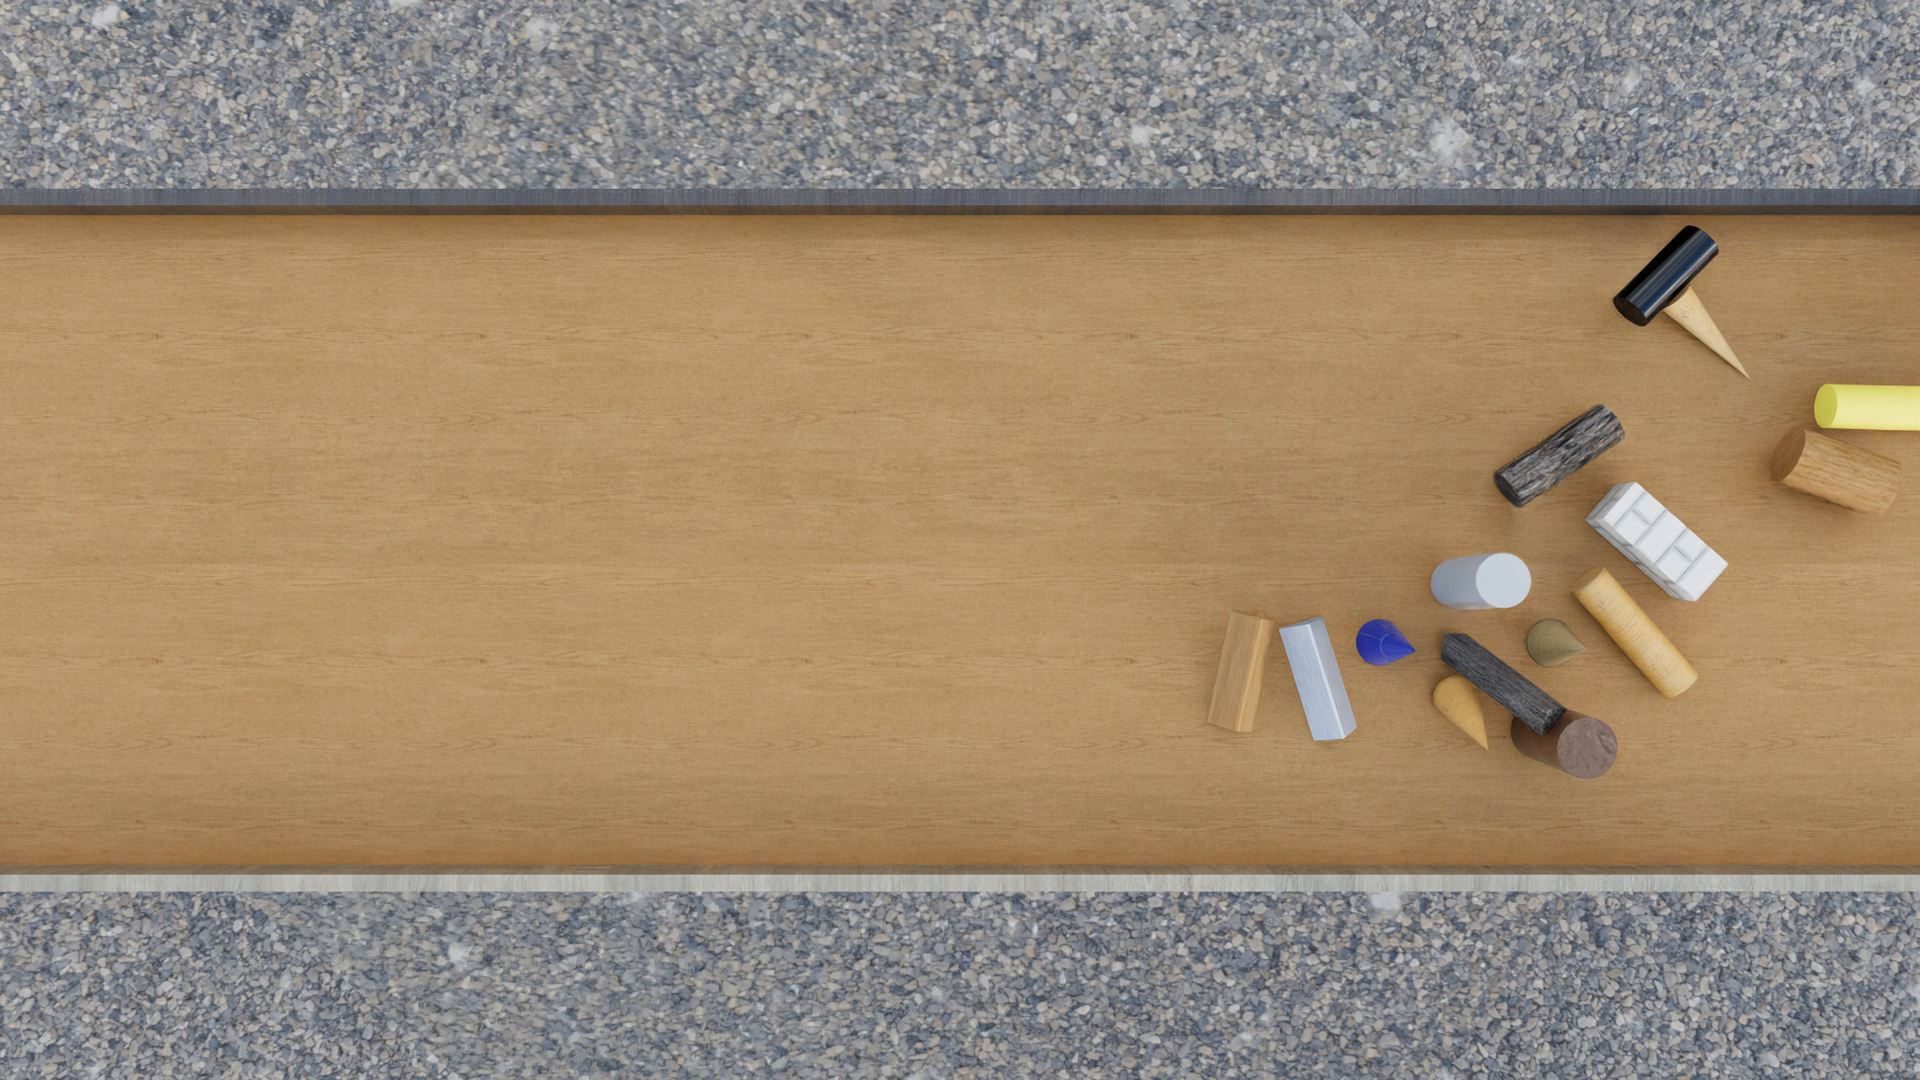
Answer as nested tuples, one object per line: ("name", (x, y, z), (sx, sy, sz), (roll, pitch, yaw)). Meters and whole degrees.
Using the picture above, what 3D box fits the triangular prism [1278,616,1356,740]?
("triangular prism", (1.100, 0.424, 5.014), (0.137, 0.119, 0.359), (-17, 90, 0))

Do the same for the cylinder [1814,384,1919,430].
("cylinder", (2.822, -0.402, 5.009), (0.385, 0.135, 0.135), (1, 90, 0))

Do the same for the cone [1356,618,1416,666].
("cone", (1.291, 0.315, 4.872), (0.145, 0.409, 0.145), (0, 90, 0))

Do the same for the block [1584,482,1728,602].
("block", (2.110, 0.005, 5.003), (0.372, 0.148, 0.148), (42, 90, 0))

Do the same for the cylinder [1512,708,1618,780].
("cylinder", (1.792, 0.592, 4.904), (0.180, 0.333, 0.180), (0, 92, -4))

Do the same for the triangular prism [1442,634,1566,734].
("triangular prism", (1.603, 0.408, 4.907), (0.106, 0.092, 0.400), (-46, 48, 0))

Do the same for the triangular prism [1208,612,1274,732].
("triangular prism", (0.864, 0.404, 5.014), (0.138, 0.119, 0.348), (12, 90, 0))

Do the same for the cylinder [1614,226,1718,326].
("cylinder", (2.144, -0.802, 5.012), (0.305, 0.128, 0.128), (-45, 90, 0))

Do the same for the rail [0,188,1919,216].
("rail", (-2.247, -1.025, 5.002), (12.000, 0.150, 0.050), (0, 90, 0))

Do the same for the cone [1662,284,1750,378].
("cone", (2.306, -0.616, 5.050), (0.367, 0.106, 0.106), (44, 90, -8))

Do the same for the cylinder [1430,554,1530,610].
("cylinder", (1.525, 0.125, 4.850), (0.155, 0.445, 0.155), (0, 87, 0))

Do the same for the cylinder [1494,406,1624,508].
("cylinder", (1.822, -0.254, 5.013), (0.376, 0.127, 0.127), (-34, 90, 0))

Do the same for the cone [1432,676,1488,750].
("cone", (1.517, 0.542, 4.890), (0.141, 0.344, 0.141), (0, 112, 0))

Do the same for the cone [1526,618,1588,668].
("cone", (1.817, 0.317, 4.925), (0.149, 0.303, 0.149), (0, 90, 0))

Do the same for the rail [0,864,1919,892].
("rail", (-2.247, 1.025, 5.001), (12.000, 0.150, 0.050), (0, 90, 0))

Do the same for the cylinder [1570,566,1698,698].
("cylinder", (2.050, 0.279, 5.015), (0.122, 0.122, 0.431), (-41, 90, 0))

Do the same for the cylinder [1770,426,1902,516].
("cylinder", (2.647, -0.207, 4.988), (0.307, 0.178, 0.178), (20, 90, 0))
